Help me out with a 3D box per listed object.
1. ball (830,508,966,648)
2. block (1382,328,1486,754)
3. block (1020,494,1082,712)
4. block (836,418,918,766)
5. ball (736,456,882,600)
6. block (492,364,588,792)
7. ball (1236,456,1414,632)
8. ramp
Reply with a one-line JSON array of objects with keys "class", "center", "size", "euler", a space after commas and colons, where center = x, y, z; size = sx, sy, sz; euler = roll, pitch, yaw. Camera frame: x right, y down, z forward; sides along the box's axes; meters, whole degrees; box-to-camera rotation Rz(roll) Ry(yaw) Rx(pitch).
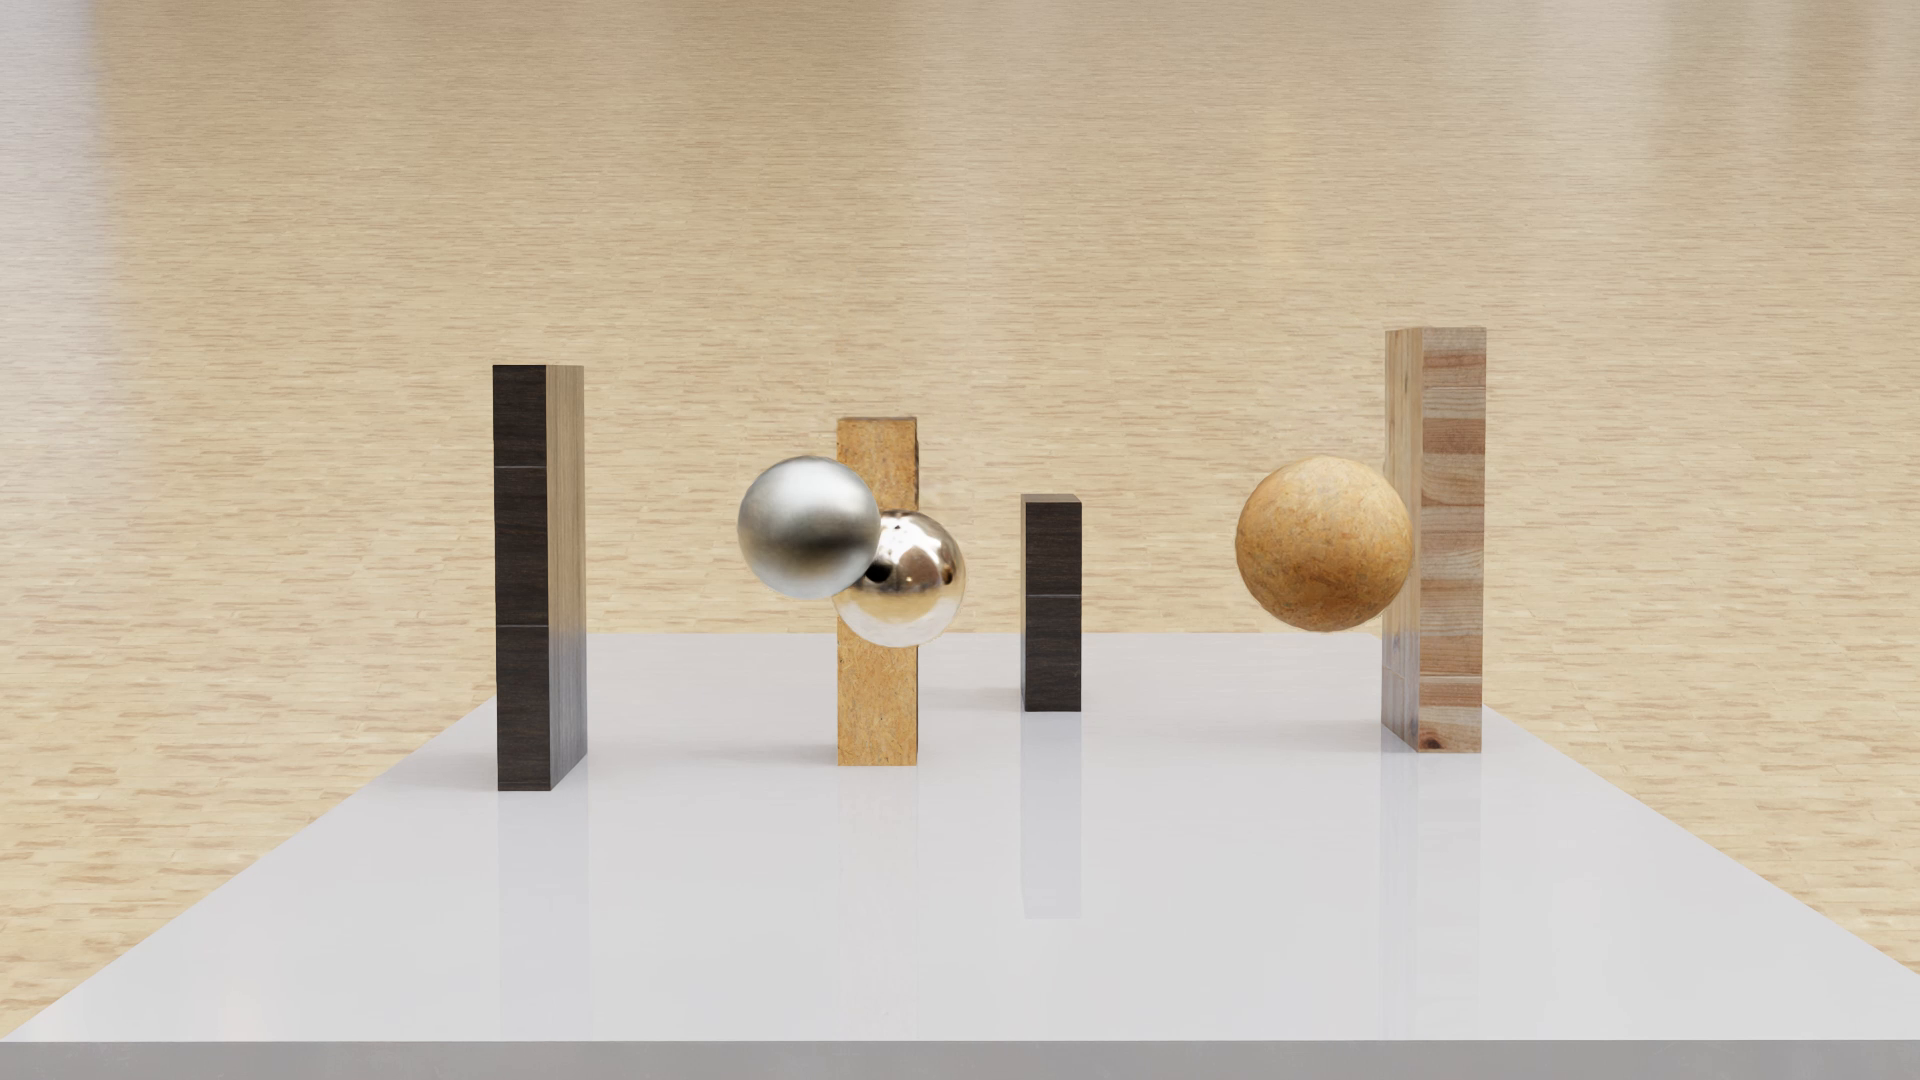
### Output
[{"class": "ball", "center": [-0.065, 0.039, 2.662], "size": [0.144, 0.144, 0.144], "euler": [0, 20, 0]}, {"class": "block", "center": [0.850, -0.010, 4.627], "size": [0.109, 0.737, 0.391], "euler": [0, 4, 0]}, {"class": "block", "center": [0.182, 0.119, 5.176], "size": [0.110, 0.409, 0.366], "euler": [0, 4, 0]}, {"class": "block", "center": [-0.140, 0.082, 4.418], "size": [0.132, 0.581, 0.244], "euler": [0, 4, 0]}, {"class": "ball", "center": [-0.146, -0.012, 2.488], "size": [0.140, 0.140, 0.140], "euler": [0, 20, 0]}, {"class": "block", "center": [-0.689, 0.048, 4.239], "size": [0.084, 0.672, 0.412], "euler": [0, 4, 0]}, {"class": "ball", "center": [0.375, 0.004, 2.641], "size": [0.182, 0.182, 0.182], "euler": [0, 20, 0]}, {"class": "ramp", "center": [0.046, 0.416, 4.535], "size": [2.000, 0.100, 4.000], "euler": [0, 4, 0]}]
